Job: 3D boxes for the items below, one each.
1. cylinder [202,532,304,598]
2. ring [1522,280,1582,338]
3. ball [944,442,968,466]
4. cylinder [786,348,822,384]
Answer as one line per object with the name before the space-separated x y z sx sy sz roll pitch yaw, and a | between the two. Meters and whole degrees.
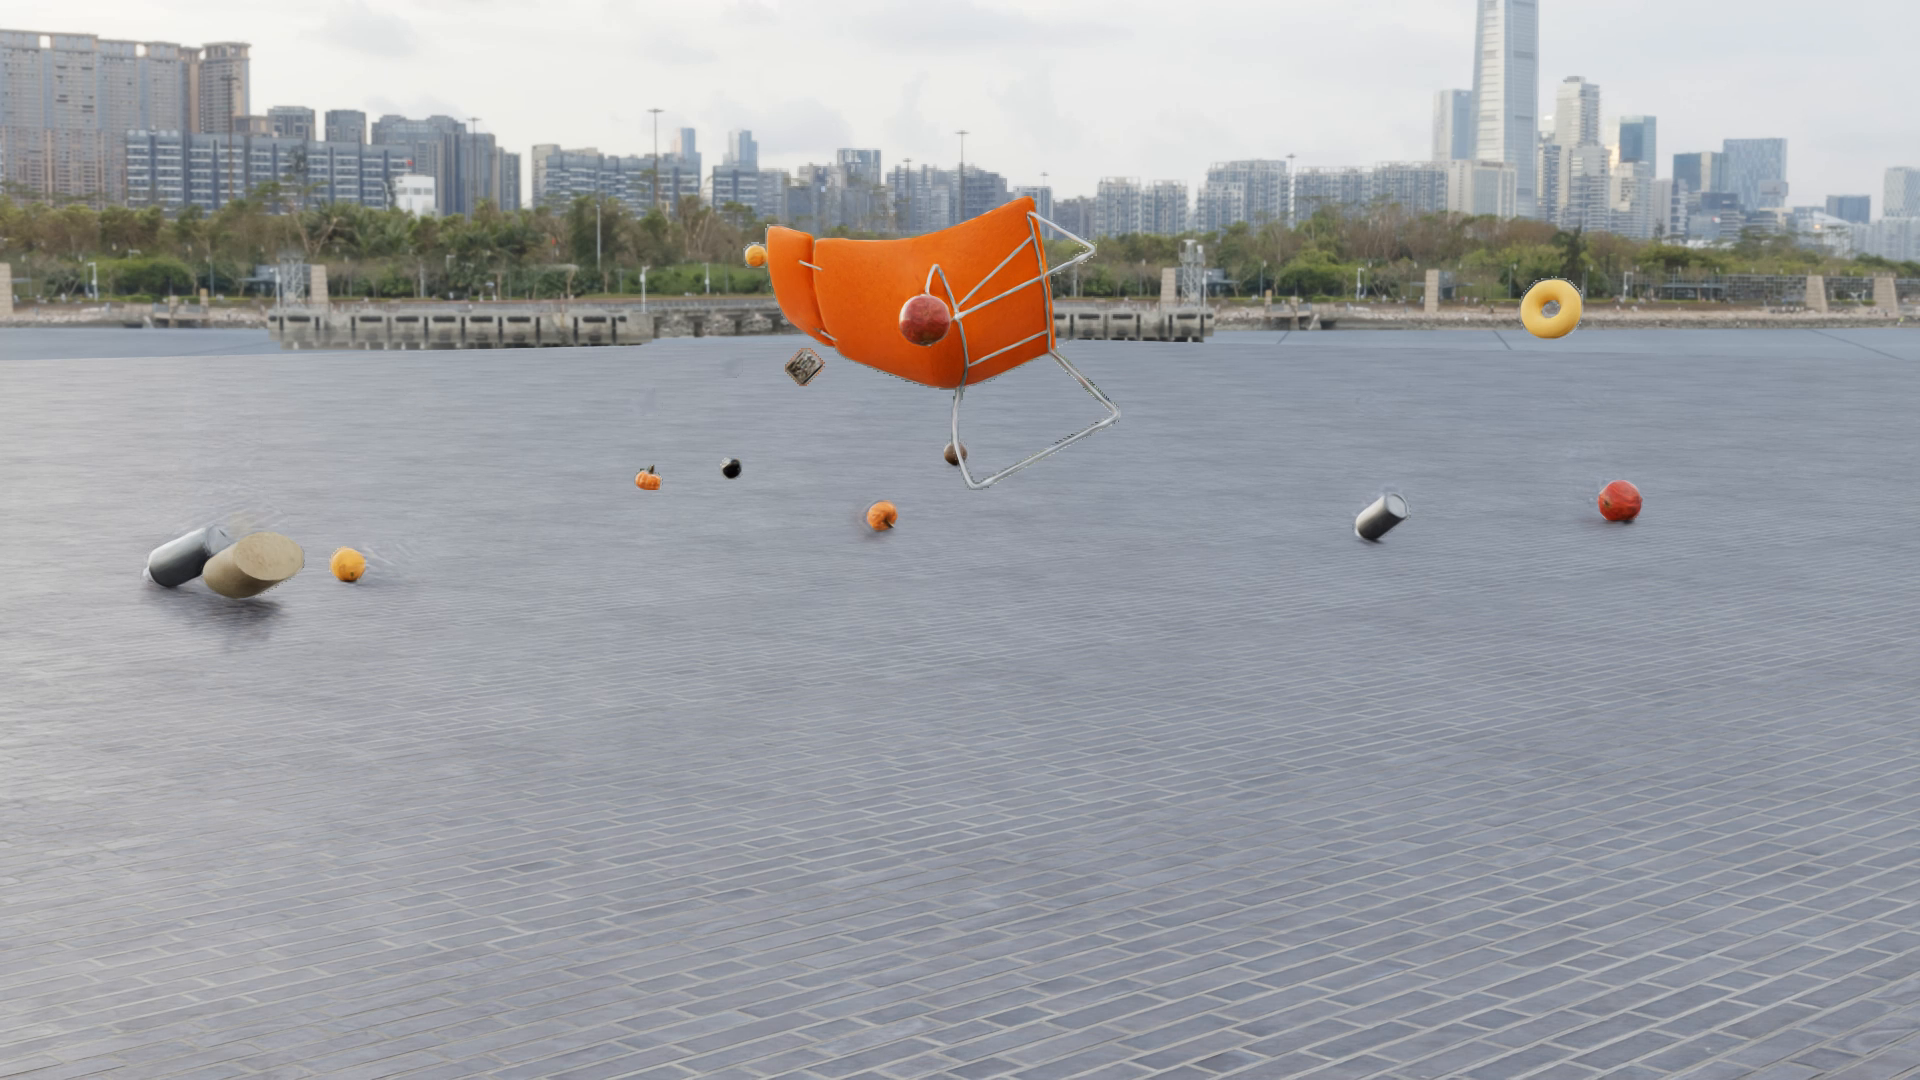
cylinder | -1.415 0.051 5.131 0.139 0.096 0.230 5 -12 -30
ring | 1.548 -0.604 6.717 0.160 0.162 0.063 -7 -19 28
ball | -0.015 -0.301 8.930 0.083 0.083 0.083 0 6 0
cylinder | -0.370 -0.412 6.109 0.075 0.052 0.064 -46 1 -43
